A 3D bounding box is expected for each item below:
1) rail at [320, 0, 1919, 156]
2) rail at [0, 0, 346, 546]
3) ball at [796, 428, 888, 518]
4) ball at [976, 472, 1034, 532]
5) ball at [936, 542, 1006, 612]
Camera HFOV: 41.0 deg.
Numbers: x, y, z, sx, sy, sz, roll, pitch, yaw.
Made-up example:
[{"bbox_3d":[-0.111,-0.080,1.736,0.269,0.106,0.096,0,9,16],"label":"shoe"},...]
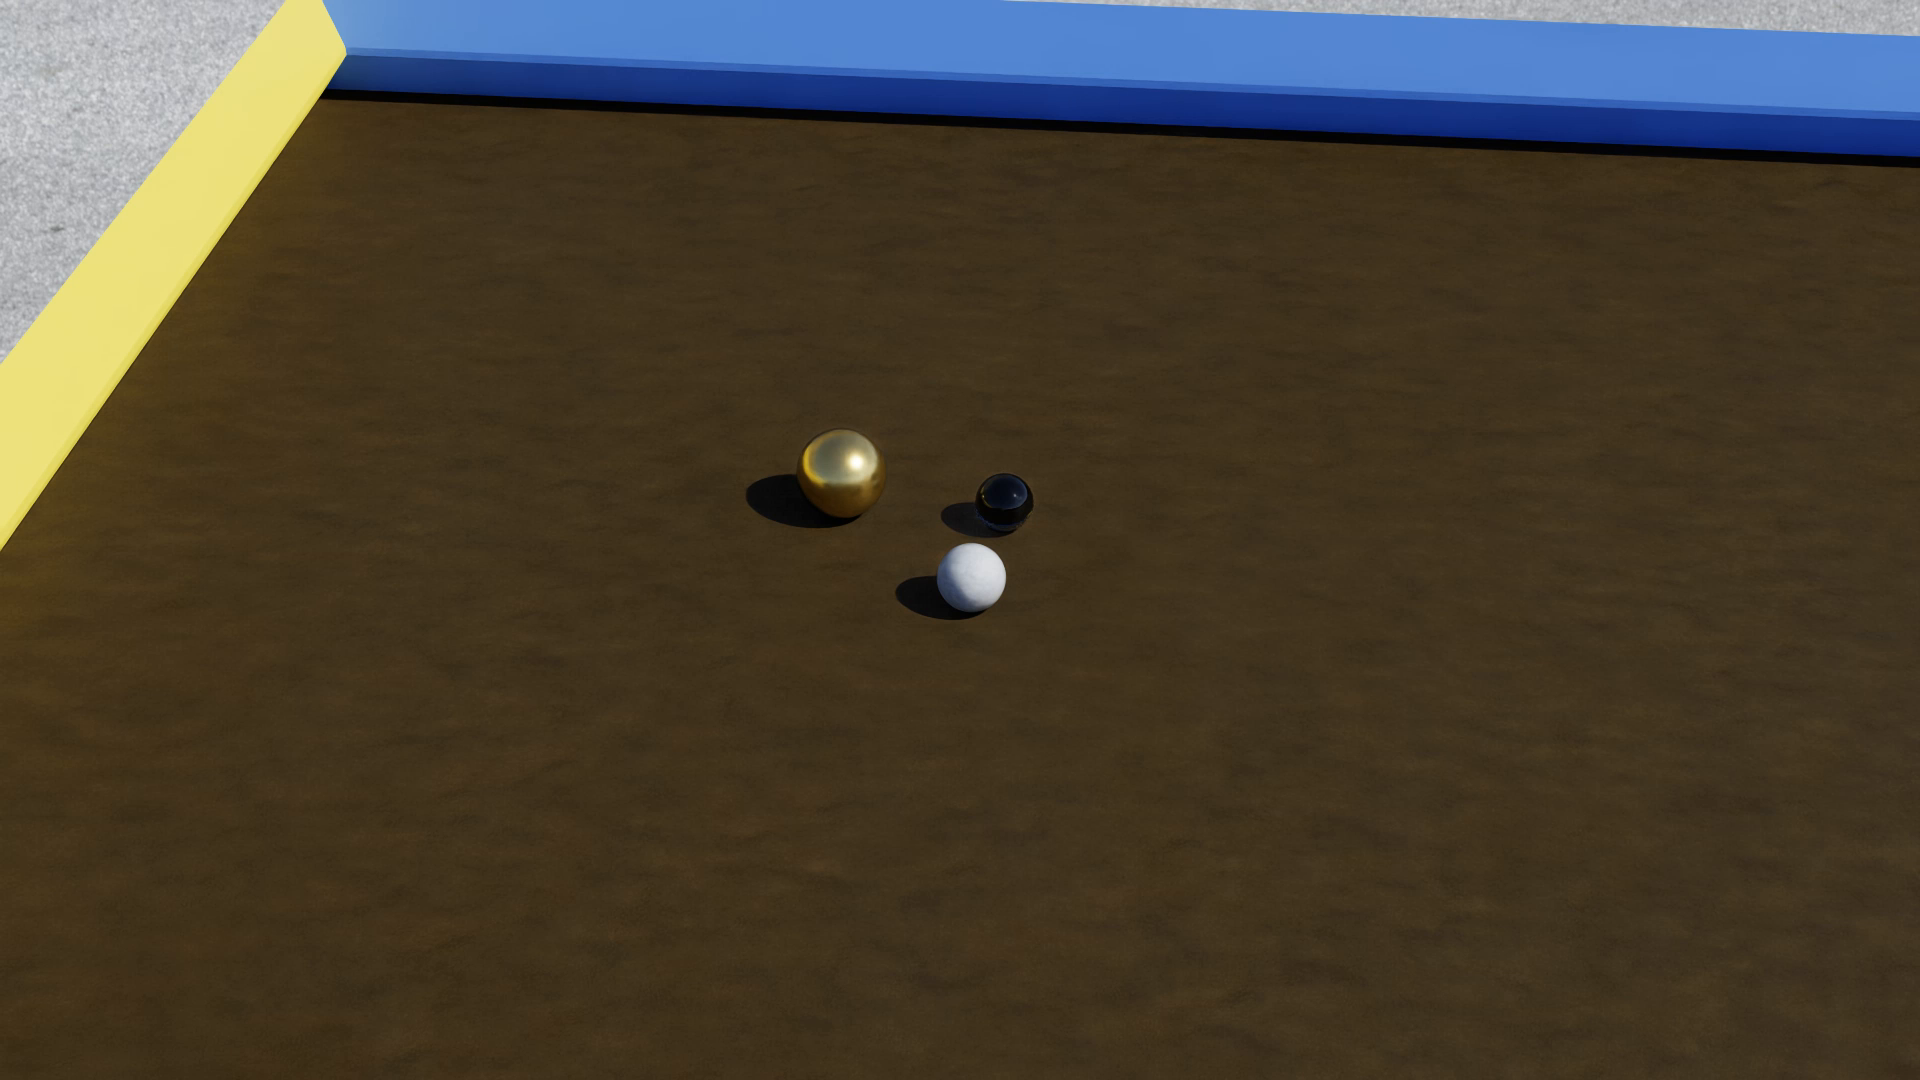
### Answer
[{"bbox_3d":[0.805,-0.421,2.463,2.935,0.123,0.045,3,35,5],"label":"rail"},{"bbox_3d":[-0.707,-0.068,1.958,0.045,0.123,1.569,3,35,5],"label":"rail"},{"bbox_3d":[-0.091,-0.052,1.982,0.070,0.070,0.070,0,35,0],"label":"ball"},{"bbox_3d":[0.034,-0.029,1.972,0.045,0.045,0.045,0,35,0],"label":"ball"},{"bbox_3d":[0.008,0.028,1.885,0.051,0.051,0.051,0,35,0],"label":"ball"}]
